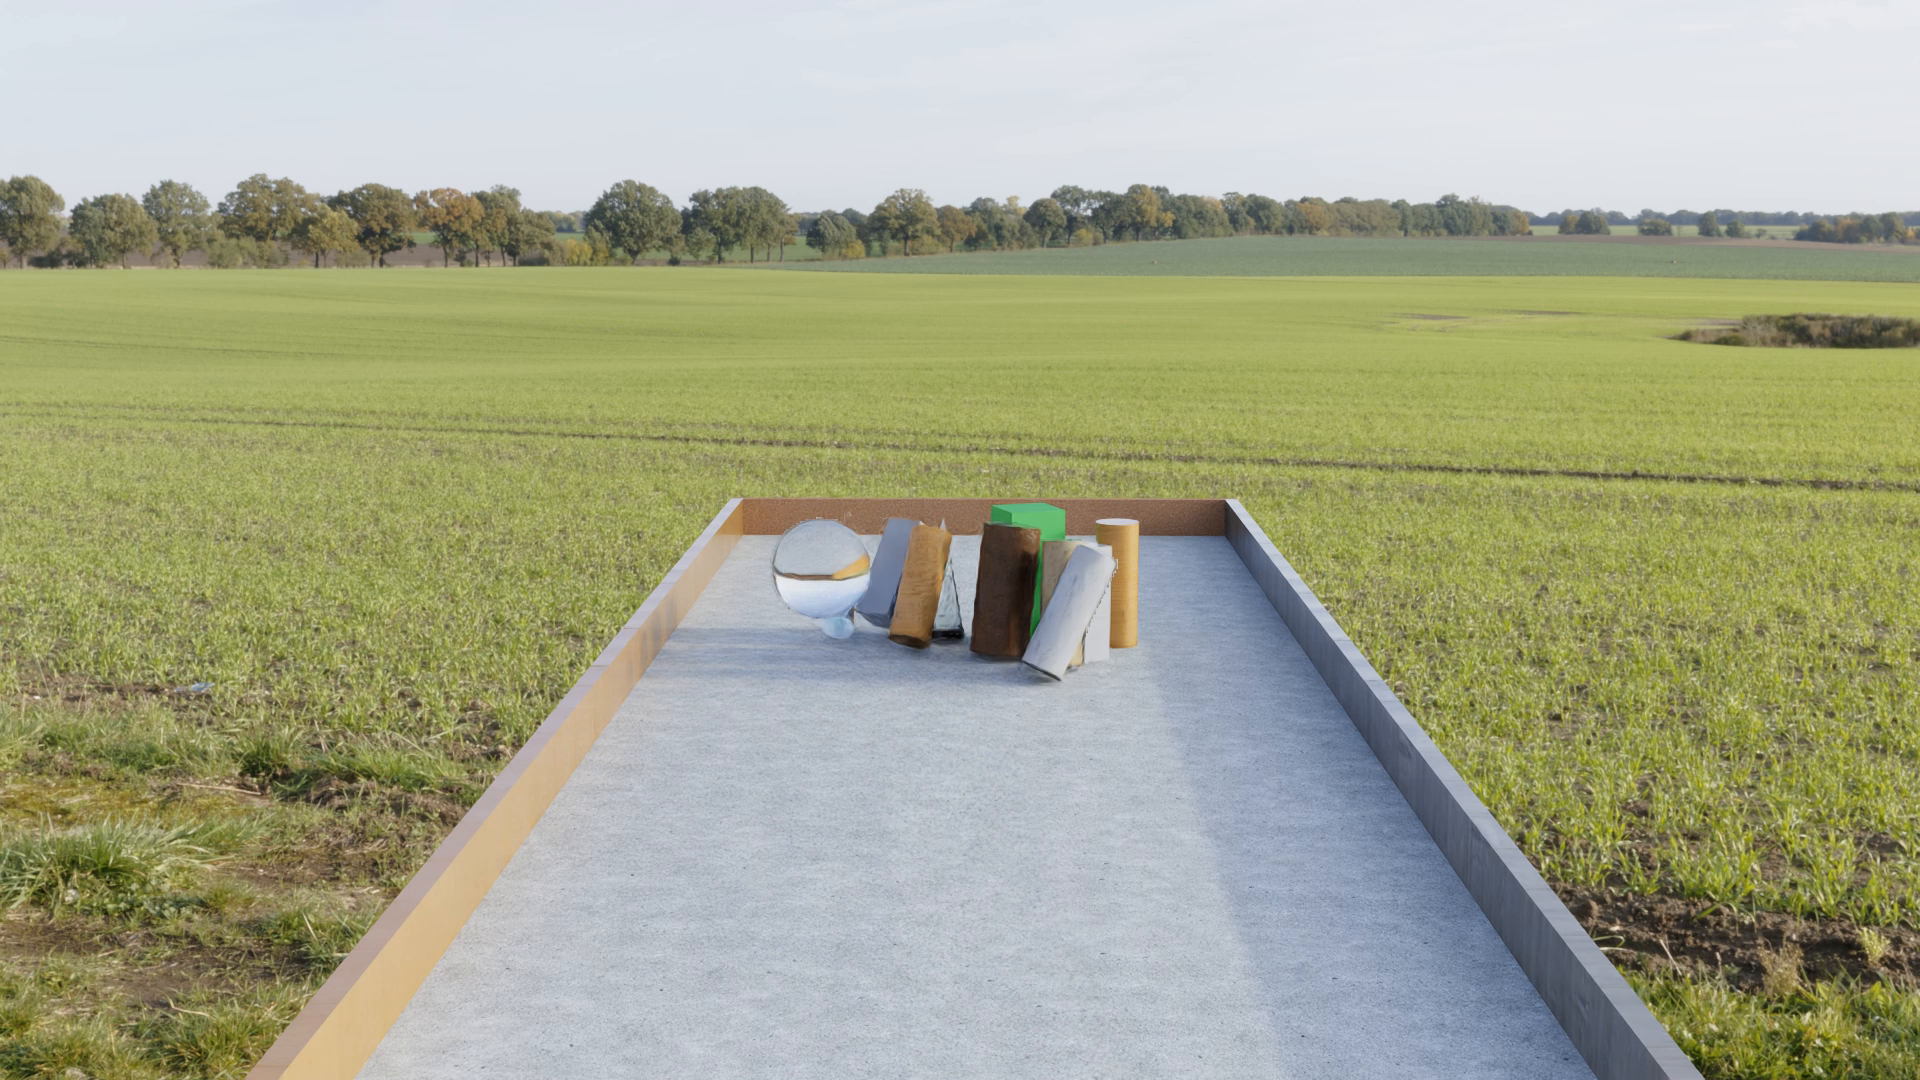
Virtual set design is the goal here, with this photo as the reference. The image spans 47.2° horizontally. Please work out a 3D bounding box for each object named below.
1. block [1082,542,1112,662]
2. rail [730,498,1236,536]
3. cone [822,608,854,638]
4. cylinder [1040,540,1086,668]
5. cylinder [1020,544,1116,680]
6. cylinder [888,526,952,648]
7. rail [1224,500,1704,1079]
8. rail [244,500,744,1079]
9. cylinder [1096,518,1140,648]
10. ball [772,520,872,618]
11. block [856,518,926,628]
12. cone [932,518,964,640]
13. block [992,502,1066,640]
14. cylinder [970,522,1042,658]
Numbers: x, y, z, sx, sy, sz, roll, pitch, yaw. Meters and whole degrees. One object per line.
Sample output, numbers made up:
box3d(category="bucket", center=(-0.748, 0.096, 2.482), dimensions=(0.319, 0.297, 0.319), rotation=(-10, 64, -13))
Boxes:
box3d(category="block", center=(0.384, 0.189, 6.698), dimensions=(0.105, 0.347, 0.105), rotation=(-6, 10, -41))
box3d(category="rail", center=(0.099, -0.098, 9.147), dimensions=(2.100, 0.150, 0.050), rotation=(0, 9, 1))
box3d(category="cone", center=(-0.369, 0.135, 7.141), dimensions=(0.102, 0.102, 0.421), rotation=(1, 43, 6))
box3d(category="cylinder", center=(0.305, 0.191, 6.560), dimensions=(0.131, 0.368, 0.131), rotation=(2, -7, 0))
box3d(category="cylinder", center=(0.318, 0.211, 6.426), dimensions=(0.130, 0.378, 0.130), rotation=(26, -7, 3))
box3d(category="cylinder", center=(-0.123, 0.146, 6.875), dimensions=(0.131, 0.361, 0.131), rotation=(11, -17, 3))
box3d(category="rail", center=(1.046, 0.843, 3.208), dimensions=(0.050, 0.150, 12.000), rotation=(0, 9, 1))
box3d(category="rail", center=(-1.004, 0.839, 3.234), dimensions=(0.050, 0.150, 12.000), rotation=(0, 9, 1))
box3d(category="cylinder", center=(0.492, 0.136, 6.908), dimensions=(0.135, 0.390, 0.135), rotation=(0, 9, 0))
box3d(category="ball", center=(-0.434, 0.092, 6.896), dimensions=(0.311, 0.311, 0.311), rotation=(0, 9, 0))
box3d(category="block", center=(-0.200, 0.110, 7.098), dimensions=(0.128, 0.333, 0.128), rotation=(6, -23, 35))
box3d(category="cone", center=(-0.062, 0.114, 7.012), dimensions=(0.173, 0.384, 0.173), rotation=(3, 4, 0))
box3d(category="block", center=(0.214, 0.109, 6.959), dimensions=(0.179, 0.427, 0.179), rotation=(-3, 10, -20))
box3d(category="cylinder", center=(0.140, 0.151, 6.729), dimensions=(0.180, 0.393, 0.180), rotation=(6, 3, 0))
